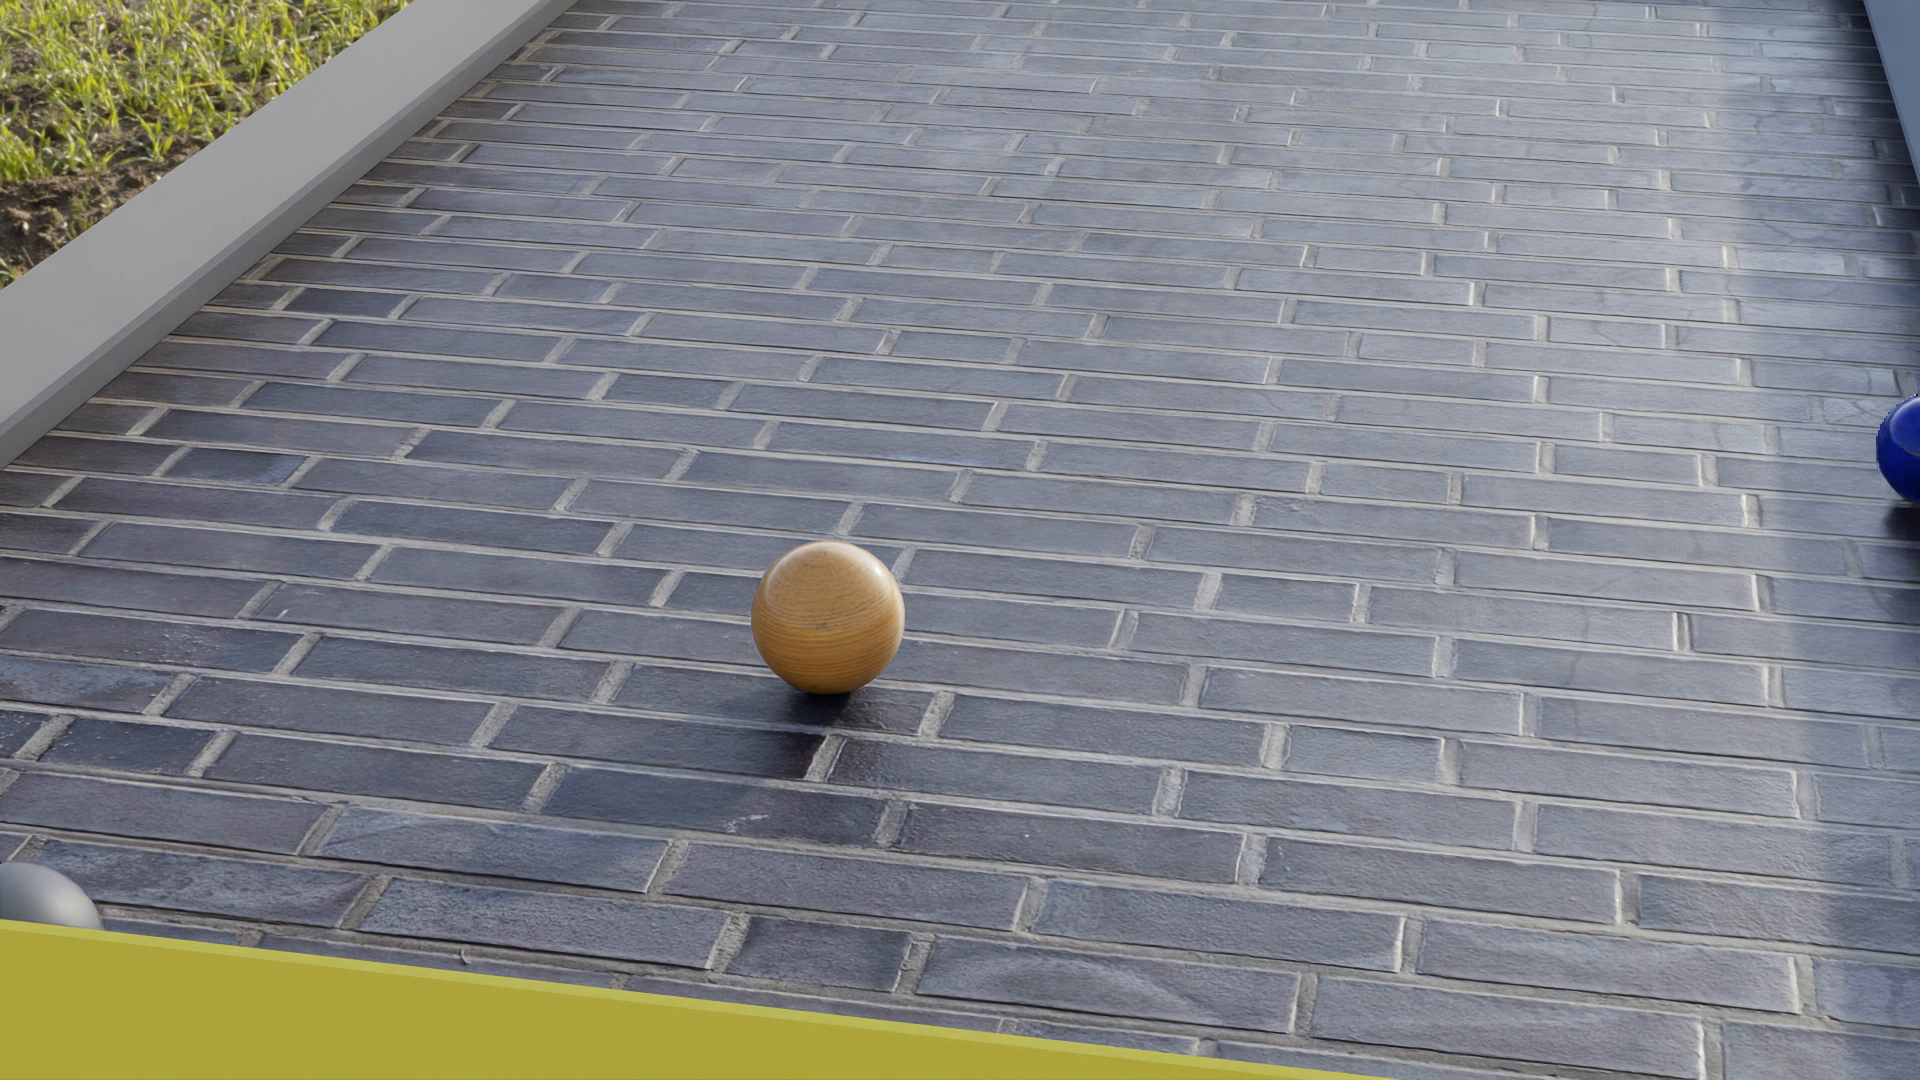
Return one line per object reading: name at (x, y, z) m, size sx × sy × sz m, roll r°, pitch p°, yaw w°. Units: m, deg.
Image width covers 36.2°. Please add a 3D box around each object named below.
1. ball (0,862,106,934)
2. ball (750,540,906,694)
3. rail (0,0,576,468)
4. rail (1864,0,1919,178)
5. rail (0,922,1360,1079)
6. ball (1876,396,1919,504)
ball at (-0.469, 0.204, 1.456) m, size 0.089 × 0.089 × 0.089 m, roll 0°, pitch 25°, yaw 0°
ball at (-0.080, 0.047, 1.786) m, size 0.094 × 0.094 × 0.094 m, roll 0°, pitch 25°, yaw 0°
rail at (-0.549, -0.352, 2.603) m, size 0.045 × 0.122 × 2.645 m, roll 5°, pitch 26°, yaw 10°
rail at (0.808, -0.237, 2.357) m, size 0.045 × 0.122 × 2.645 m, roll 5°, pitch 26°, yaw 10°
rail at (-0.125, 0.246, 1.327) m, size 1.431 × 0.122 × 0.045 m, roll 5°, pitch 26°, yaw 10°
ball at (0.677, -0.063, 2.038) m, size 0.079 × 0.079 × 0.079 m, roll 0°, pitch 25°, yaw 0°
